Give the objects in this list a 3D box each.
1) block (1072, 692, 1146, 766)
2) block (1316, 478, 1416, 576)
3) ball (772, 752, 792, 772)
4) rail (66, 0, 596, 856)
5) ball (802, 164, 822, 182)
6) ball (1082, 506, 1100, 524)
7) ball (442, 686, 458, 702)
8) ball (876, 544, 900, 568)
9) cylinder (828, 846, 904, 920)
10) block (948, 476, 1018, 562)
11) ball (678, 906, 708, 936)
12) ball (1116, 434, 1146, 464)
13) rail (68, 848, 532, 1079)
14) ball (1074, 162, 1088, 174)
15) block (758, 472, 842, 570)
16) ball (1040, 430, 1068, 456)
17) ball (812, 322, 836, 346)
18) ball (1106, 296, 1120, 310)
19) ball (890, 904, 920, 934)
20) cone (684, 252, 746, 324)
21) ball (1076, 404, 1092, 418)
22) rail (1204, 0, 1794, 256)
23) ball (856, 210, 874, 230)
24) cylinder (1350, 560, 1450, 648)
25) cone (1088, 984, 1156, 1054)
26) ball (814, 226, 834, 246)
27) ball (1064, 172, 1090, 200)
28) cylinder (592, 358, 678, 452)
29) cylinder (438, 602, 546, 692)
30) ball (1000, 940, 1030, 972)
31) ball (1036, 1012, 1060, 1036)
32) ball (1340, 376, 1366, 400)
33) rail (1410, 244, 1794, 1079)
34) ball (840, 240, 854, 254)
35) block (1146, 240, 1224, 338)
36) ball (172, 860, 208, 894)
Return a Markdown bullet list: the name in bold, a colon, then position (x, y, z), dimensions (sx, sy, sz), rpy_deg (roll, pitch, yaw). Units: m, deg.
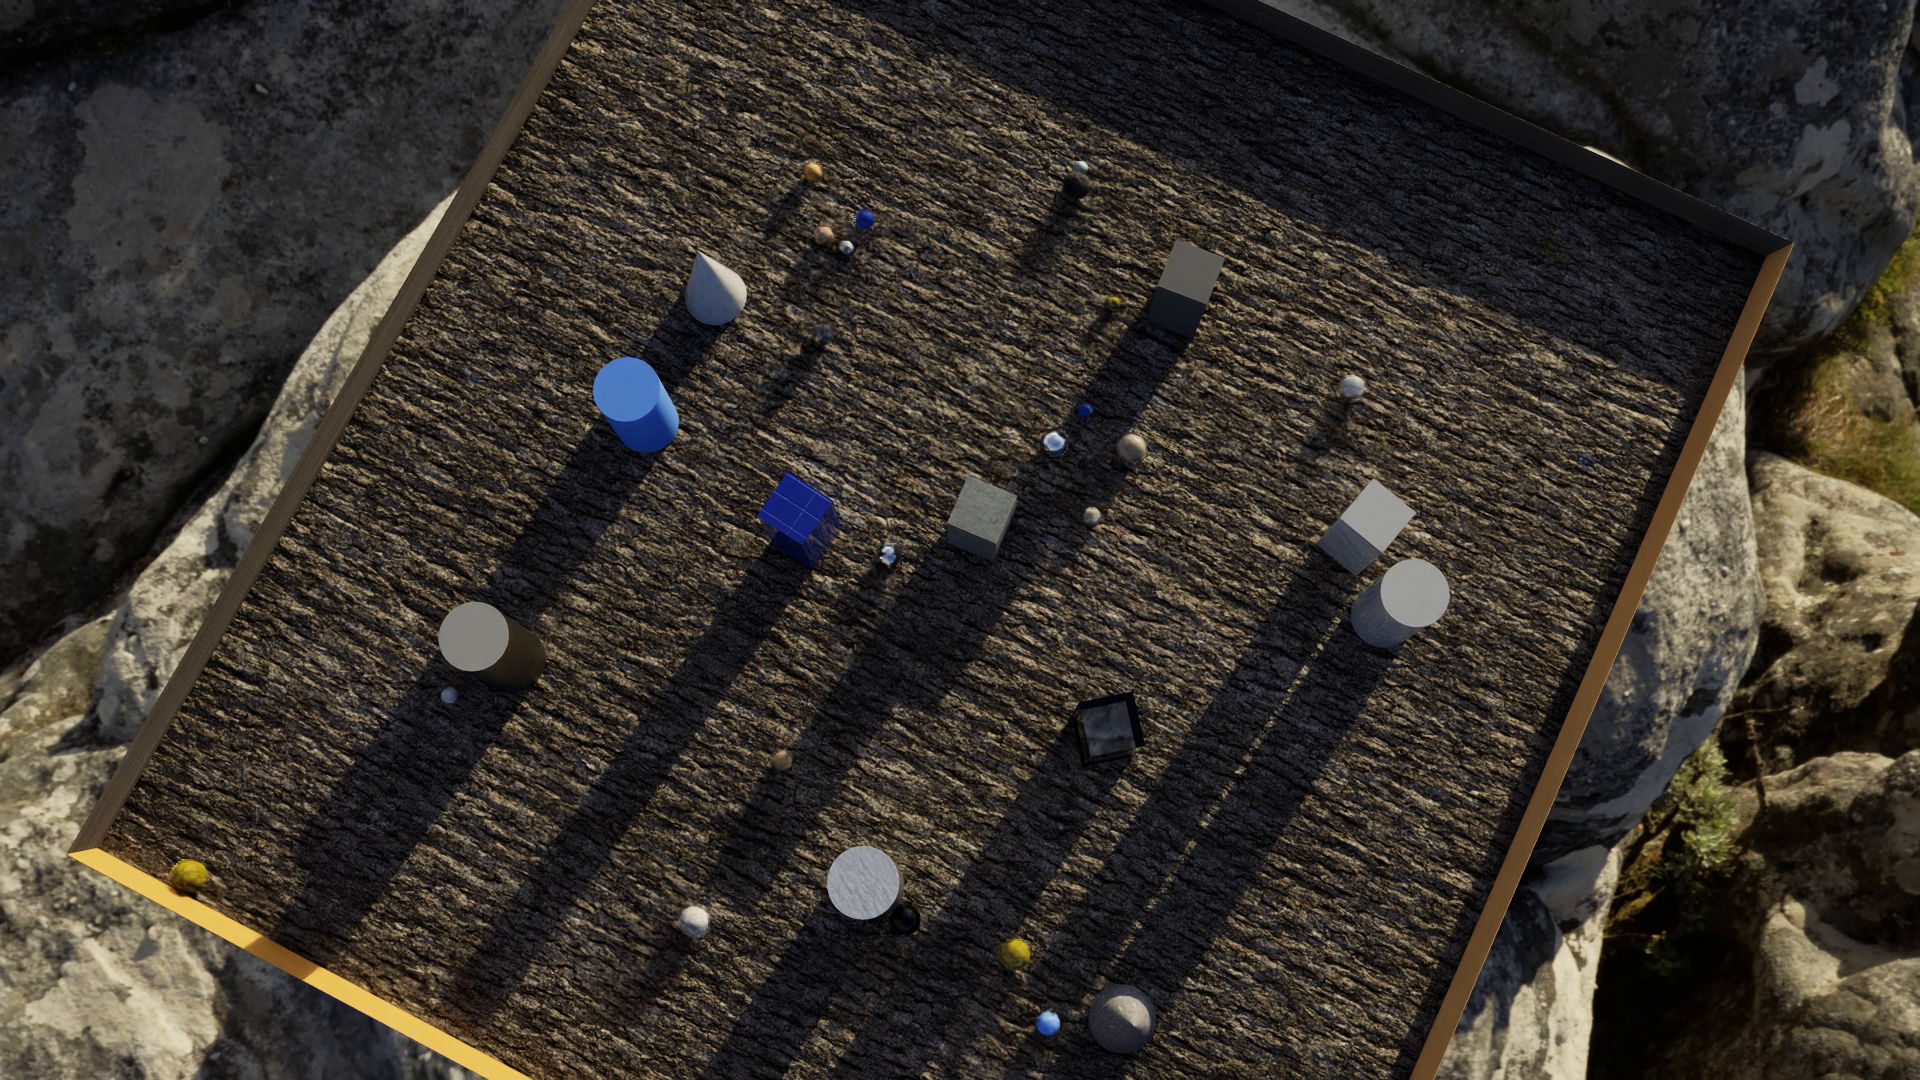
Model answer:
- **block**: position (0.427, 0.552, 5.320), dimensions (0.156, 0.357, 0.156), rpy_deg (-11, 79, -2)
- **block**: position (1.200, -0.034, 5.438), dimensions (0.156, 0.363, 0.156), rpy_deg (40, 81, 8)
- **ball**: position (-0.529, 0.658, 5.450), dimensions (0.060, 0.060, 0.060), rpy_deg (0, 78, 0)
- **rail**: position (-1.673, -0.813, 5.719), dimensions (0.045, 0.127, 3.986), rpy_deg (26, 80, 5)
- **ball**: position (-0.471, -1.167, 5.828), dimensions (0.059, 0.059, 0.059), rpy_deg (0, 78, 0)
- **ball**: position (0.403, -0.074, 5.603), dimensions (0.056, 0.056, 0.056), rpy_deg (0, 78, 0)
- **ball**: position (-1.528, 0.464, 5.496), dimensions (0.048, 0.048, 0.048), rpy_deg (0, 78, 0)
- **ball**: position (-0.216, 0.049, 5.569), dimensions (0.074, 0.074, 0.074), rpy_deg (0, 78, 0)
- **cylinder**: position (-0.262, 0.973, 5.177), dimensions (0.195, 0.466, 0.195), rpy_deg (0, 78, 0)
- **block**: position (0.065, -0.060, 5.482), dimensions (0.156, 0.287, 0.156), rpy_deg (23, 79, 5)
- **ball**: position (-0.776, 1.112, 5.342), dimensions (0.087, 0.087, 0.087), rpy_deg (0, 78, 0)
- **ball**: position (0.526, -0.281, 5.628), dimensions (0.092, 0.092, 0.092), rpy_deg (0, 78, 0)
- **rail**: position (-0.881, 1.731, 5.192), dimensions (3.789, 0.127, 0.045), rpy_deg (26, 80, 5)
- **ball**: position (0.387, -1.182, 5.838), dimensions (0.045, 0.045, 0.045), rpy_deg (0, 78, 0)
- **block**: position (-0.472, -0.052, 5.429), dimensions (0.156, 0.389, 0.156), rpy_deg (33, 80, 6)
- **ball**: position (0.288, -0.299, 5.636), dimensions (0.083, 0.083, 0.083), rpy_deg (0, 78, 0)
- **ball**: position (-0.427, -0.644, 5.712), dimensions (0.075, 0.075, 0.075), rpy_deg (0, 78, 0)
- **ball**: position (0.480, -0.745, 5.749), dimensions (0.043, 0.043, 0.043), rpy_deg (0, 78, 0)
- **ball**: position (-0.158, 1.106, 5.342), dimensions (0.089, 0.089, 0.089), rpy_deg (0, 78, 0)
- **cone**: position (-0.771, -0.811, 5.583), dimensions (0.195, 0.395, 0.195), rpy_deg (0, 78, 0)
- **ball**: position (0.386, -0.400, 5.675), dimensions (0.047, 0.047, 0.047), rpy_deg (0, 78, 0)
- **rail**: position (0.881, -1.718, 5.906), dimensions (3.789, 0.127, 0.045), rpy_deg (26, 80, 5)
- **ball**: position (-0.298, -1.012, 5.797), dimensions (0.057, 0.057, 0.057), rpy_deg (0, 78, 0)
- **cylinder**: position (1.285, 0.190, 5.372), dimensions (0.195, 0.402, 0.195), rpy_deg (0, 78, 0)
- **cone**: position (0.472, 1.355, 5.147), dimensions (0.195, 0.370, 0.195), rpy_deg (0, 78, 0)
- **ball**: position (-0.430, -0.961, 5.785), dimensions (0.060, 0.060, 0.060), rpy_deg (0, 78, 0)
- **ball**: position (0.372, -1.121, 5.806), dimensions (0.084, 0.084, 0.084), rpy_deg (0, 78, 0)
- **cylinder**: position (-0.971, -0.402, 5.514), dimensions (0.195, 0.364, 0.195), rpy_deg (0, 78, 0)
- **cylinder**: position (-1.349, 0.315, 5.312), dimensions (0.195, 0.469, 0.195), rpy_deg (0, 78, 0)
- **ball**: position (0.160, 1.206, 5.321), dimensions (0.089, 0.089, 0.089), rpy_deg (0, 78, 0)
- **ball**: position (0.256, 1.397, 5.293), dimensions (0.068, 0.068, 0.068), rpy_deg (0, 78, 0)
- **ball**: position (1.217, -0.473, 5.677), dimensions (0.073, 0.073, 0.073), rpy_deg (0, 78, 0)
- **rail**: position (1.673, 0.826, 5.380), dimensions (0.045, 0.127, 3.986), rpy_deg (26, 80, 5)
- **ball**: position (-0.358, -0.924, 5.785), dimensions (0.044, 0.044, 0.044), rpy_deg (0, 78, 0)
- **block**: position (0.688, -0.763, 5.606), dimensions (0.156, 0.329, 0.156), rpy_deg (22, 79, 4)
- **ball**: position (-2.253, 0.986, 5.363), dimensions (0.098, 0.098, 0.098), rpy_deg (0, 78, 0)
